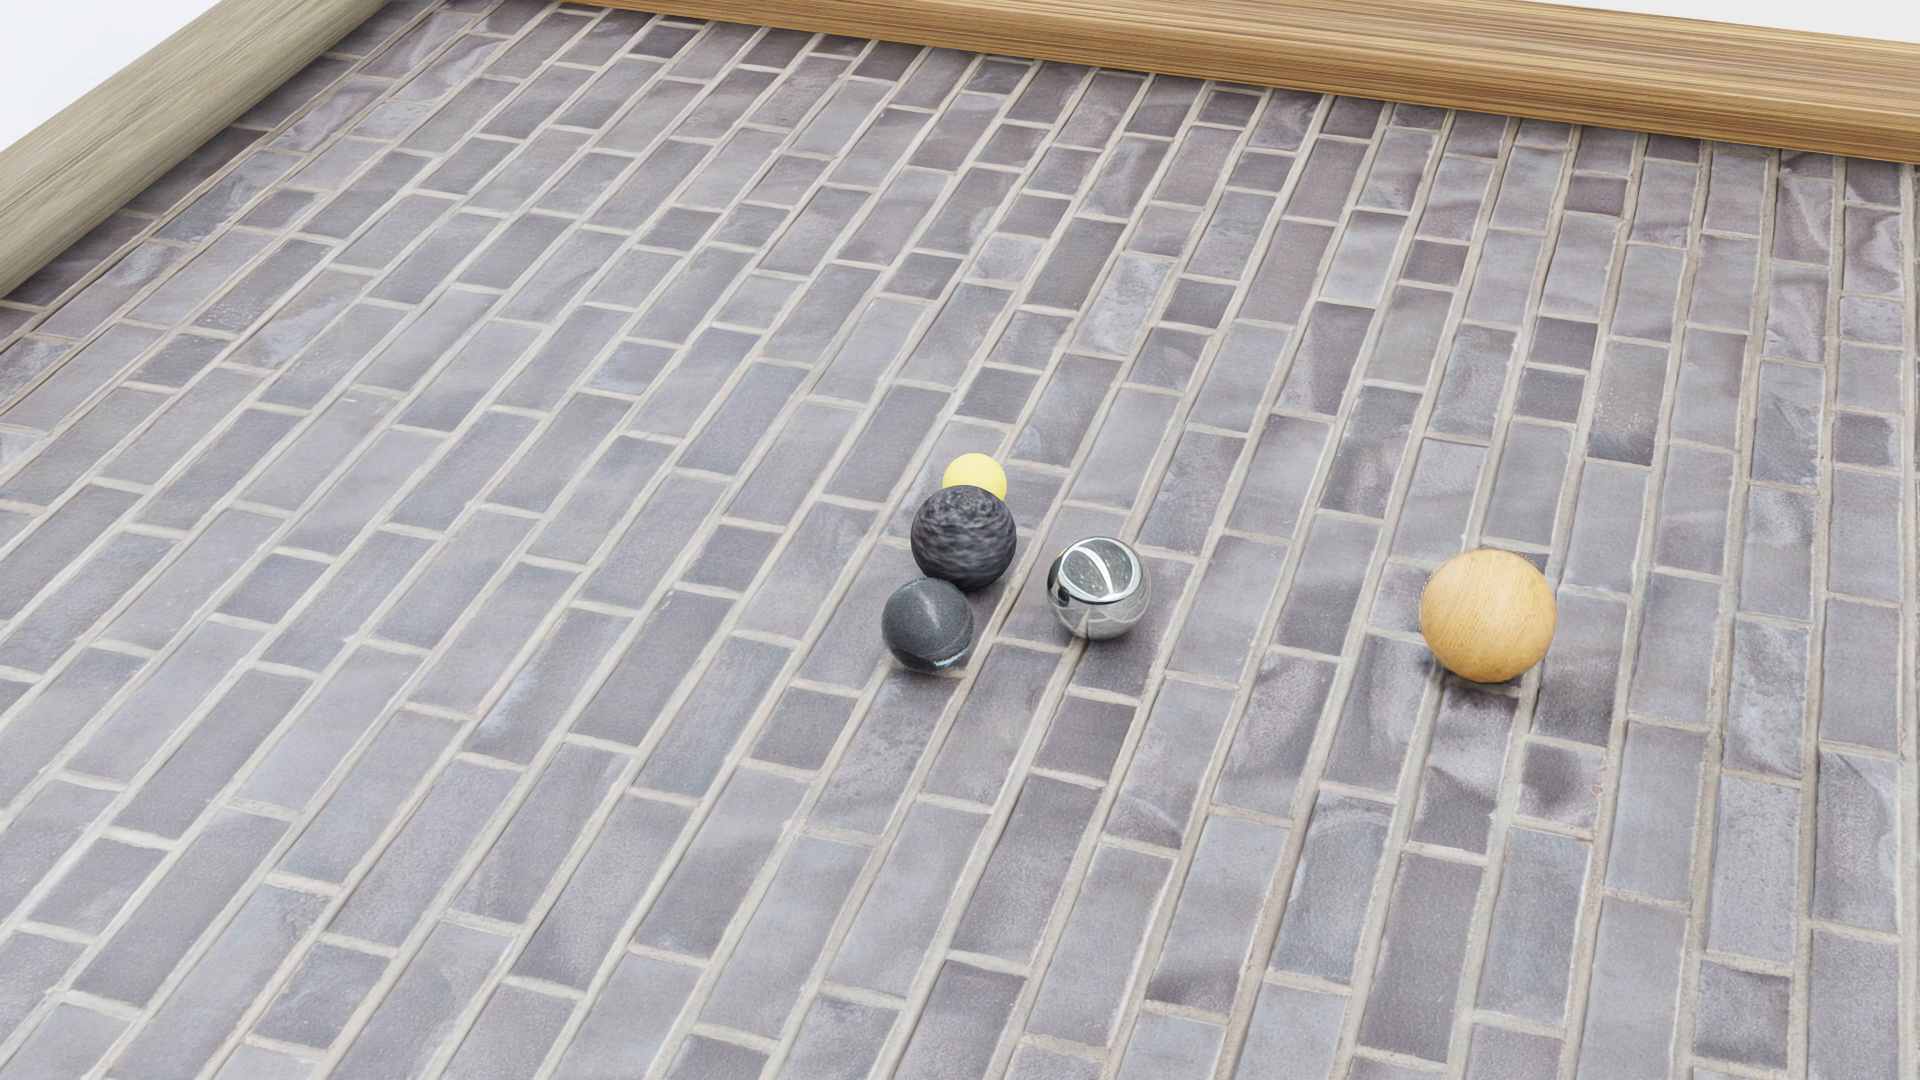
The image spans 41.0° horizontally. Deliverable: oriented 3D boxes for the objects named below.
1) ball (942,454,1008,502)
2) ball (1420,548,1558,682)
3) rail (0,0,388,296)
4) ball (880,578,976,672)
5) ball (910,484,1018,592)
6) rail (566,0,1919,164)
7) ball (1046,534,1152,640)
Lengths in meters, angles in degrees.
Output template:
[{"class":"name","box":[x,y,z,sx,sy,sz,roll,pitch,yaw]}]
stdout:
[{"class":"ball","box":[0.012,-0.045,2.108,0.054,0.054,0.054,0,33,0]},{"class":"ball","box":[0.394,0.056,1.913,0.100,0.100,0.100,0,33,0]},{"class":"rail","box":[-0.944,-0.184,2.248,0.045,0.130,2.060,10,35,14]},{"class":"ball","box":[-0.024,0.064,1.928,0.071,0.071,0.071,0,33,0]},{"class":"ball","box":[0.003,-0.001,2.015,0.084,0.084,0.084,0,33,0]},{"class":"rail","box":[1.261,-0.392,2.562,4.043,0.130,0.045,10,35,14]},{"class":"ball","box":[0.106,0.037,1.960,0.081,0.081,0.081,0,33,0]}]
